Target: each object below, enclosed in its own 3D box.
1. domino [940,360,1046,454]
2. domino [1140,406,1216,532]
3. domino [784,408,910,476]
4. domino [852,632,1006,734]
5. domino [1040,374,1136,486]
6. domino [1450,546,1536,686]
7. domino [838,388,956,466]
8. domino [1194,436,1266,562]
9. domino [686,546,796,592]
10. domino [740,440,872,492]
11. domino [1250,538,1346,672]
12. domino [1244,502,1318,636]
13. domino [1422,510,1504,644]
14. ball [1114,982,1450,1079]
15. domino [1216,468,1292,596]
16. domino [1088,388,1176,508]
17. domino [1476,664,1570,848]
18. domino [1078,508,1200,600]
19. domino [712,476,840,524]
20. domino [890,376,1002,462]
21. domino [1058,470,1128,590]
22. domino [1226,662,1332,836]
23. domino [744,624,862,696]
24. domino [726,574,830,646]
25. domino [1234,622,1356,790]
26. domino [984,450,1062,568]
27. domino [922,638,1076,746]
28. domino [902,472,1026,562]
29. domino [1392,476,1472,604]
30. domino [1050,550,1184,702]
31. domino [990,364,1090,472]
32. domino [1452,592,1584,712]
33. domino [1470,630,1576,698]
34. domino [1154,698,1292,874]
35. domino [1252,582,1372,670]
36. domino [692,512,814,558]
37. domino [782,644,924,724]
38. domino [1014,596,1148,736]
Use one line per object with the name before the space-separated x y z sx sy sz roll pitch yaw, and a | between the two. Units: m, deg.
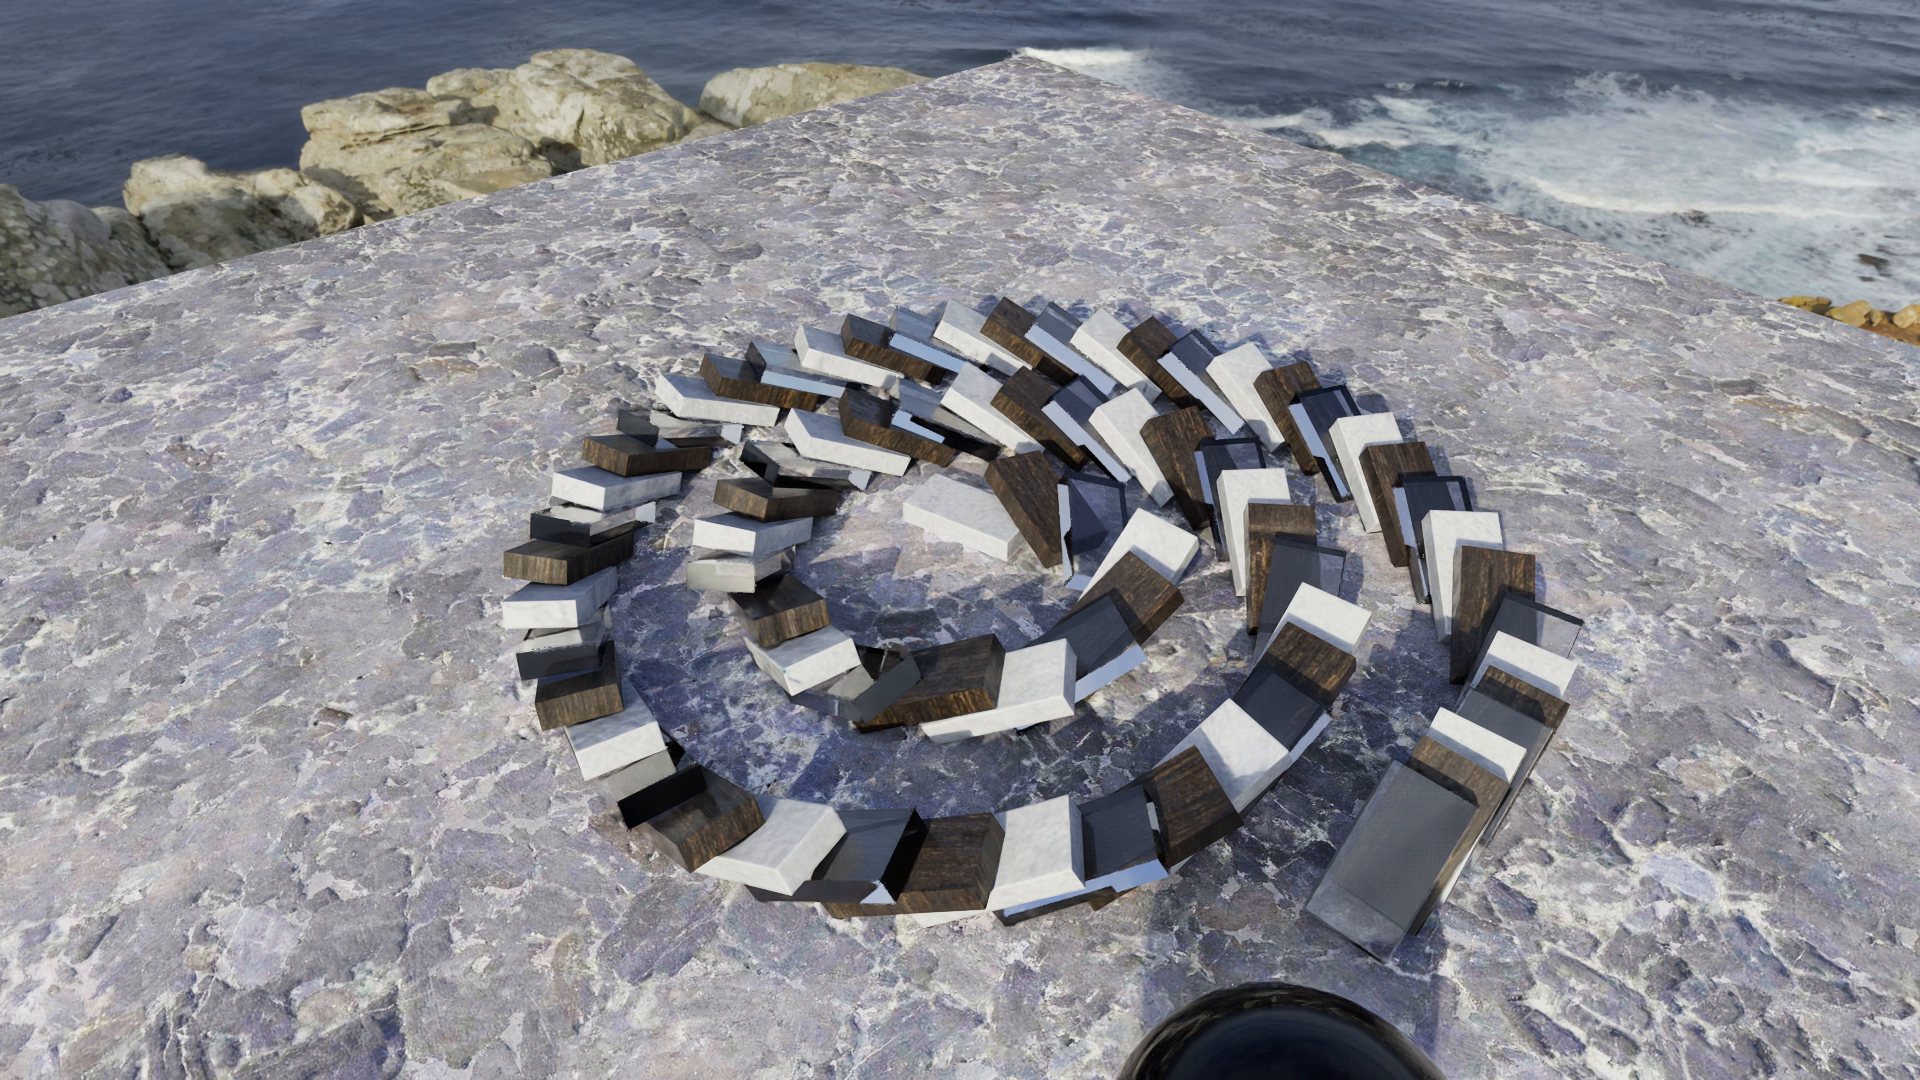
domino | 0.018 -0.058 0.496 0.050 0.009 0.025 33 42 -5
domino | 0.099 -0.031 0.463 0.025 0.010 0.050 -18 71 -20
domino | -0.049 -0.042 0.477 0.050 0.010 0.025 9 30 -35
domino | -0.011 0.048 0.368 0.050 0.009 0.025 -15 34 23
domino | 0.062 -0.048 0.486 0.050 0.010 0.025 46 53 9
domino | 0.190 0.028 0.392 0.025 0.009 0.050 8 67 10
domino | -0.028 -0.050 0.487 0.050 0.010 0.025 16 33 -25
domino | 0.113 -0.017 0.447 0.025 0.009 0.050 -4 66 -5
domino | -0.081 0.010 0.411 0.025 0.010 0.050 2 8 8
domino | -0.065 -0.031 0.464 0.050 0.009 0.025 0 28 -49
domino | 0.121 0.026 0.394 0.025 0.009 0.050 12 69 14
domino | 0.121 0.011 0.413 0.025 0.010 0.050 3 66 4
domino | 0.189 0.014 0.410 0.025 0.010 0.050 2 65 3
ball | 0.067 0.133 0.225 0.080 0.080 0.080 0 39 0
domino | 0.118 -0.003 0.431 0.025 0.010 0.050 -2 66 -3
domino | 0.081 -0.040 0.476 0.025 0.010 0.050 -29 75 -31
domino | 0.165 0.067 0.343 0.025 0.010 0.050 30 79 31
domino | 0.064 0.015 0.403 0.025 0.009 0.050 30 79 25
domino | -0.074 -0.017 0.446 0.025 0.009 0.050 21 14 23
domino | -0.007 -0.054 0.492 0.050 0.009 0.025 20 35 -20
domino | 0.053 -0.003 0.431 0.025 0.009 0.050 11 53 -15
domino | 0.091 0.065 0.347 0.050 0.010 0.025 -45 53 -9
domino | -0.055 0.038 0.378 0.025 0.009 0.050 -24 17 -20
domino | -0.066 0.024 0.396 0.025 0.009 0.050 -17 14 -19
domino | 0.105 0.054 0.361 0.025 0.010 0.050 31 75 32
domino | 0.033 -0.013 0.446 0.025 0.009 0.050 -15 58 -30
domino | 0.013 0.050 0.365 0.050 0.009 0.025 -16 37 22
domino | 0.004 -0.010 0.456 0.050 0.010 0.025 22 44 24
domino | 0.187 -0.001 0.428 0.025 0.010 0.050 -1 65 -1
domino | 0.052 0.030 0.388 0.050 0.010 0.025 -45 52 -4
domino | 0.040 -0.054 0.492 0.050 0.009 0.025 38 47 2
domino | 0.188 0.045 0.372 0.025 0.010 0.050 24 72 26
domino | 0.177 0.057 0.357 0.025 0.010 0.050 26 72 28
domino | 0.074 0.075 0.335 0.050 0.010 0.025 -41 49 -5
domino | 0.117 0.042 0.375 0.025 0.010 0.050 26 73 28
domino | -0.080 -0.004 0.429 0.025 0.010 0.050 11 11 16
domino | -0.037 0.047 0.367 0.025 0.010 0.050 -36 21 -30
domino | 0.036 0.042 0.374 0.050 0.010 0.025 -32 42 6
